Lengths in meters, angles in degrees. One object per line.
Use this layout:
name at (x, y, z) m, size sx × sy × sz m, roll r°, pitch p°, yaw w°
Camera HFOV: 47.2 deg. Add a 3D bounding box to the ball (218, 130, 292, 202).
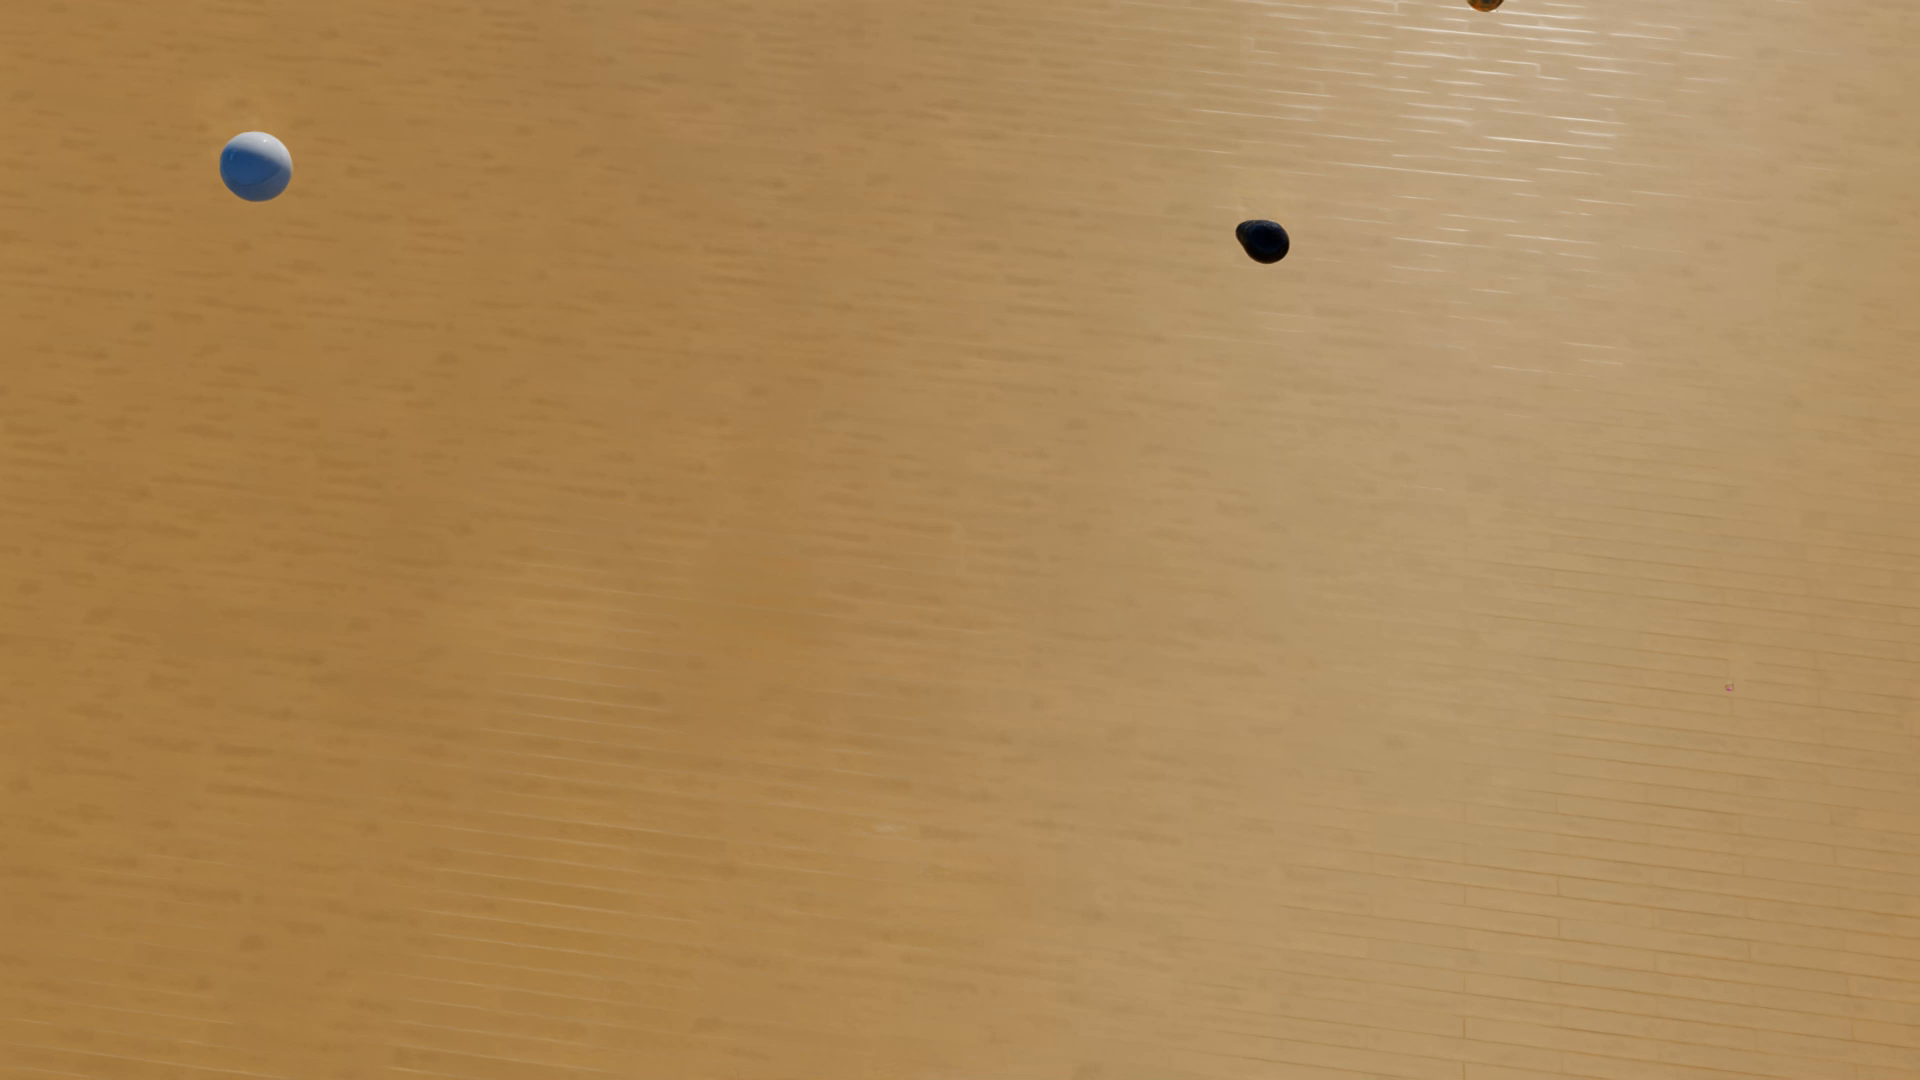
ball at (-0.985, -0.522, 3.078) m, size 0.099 × 0.099 × 0.099 m, roll 0°, pitch 56°, yaw 0°
